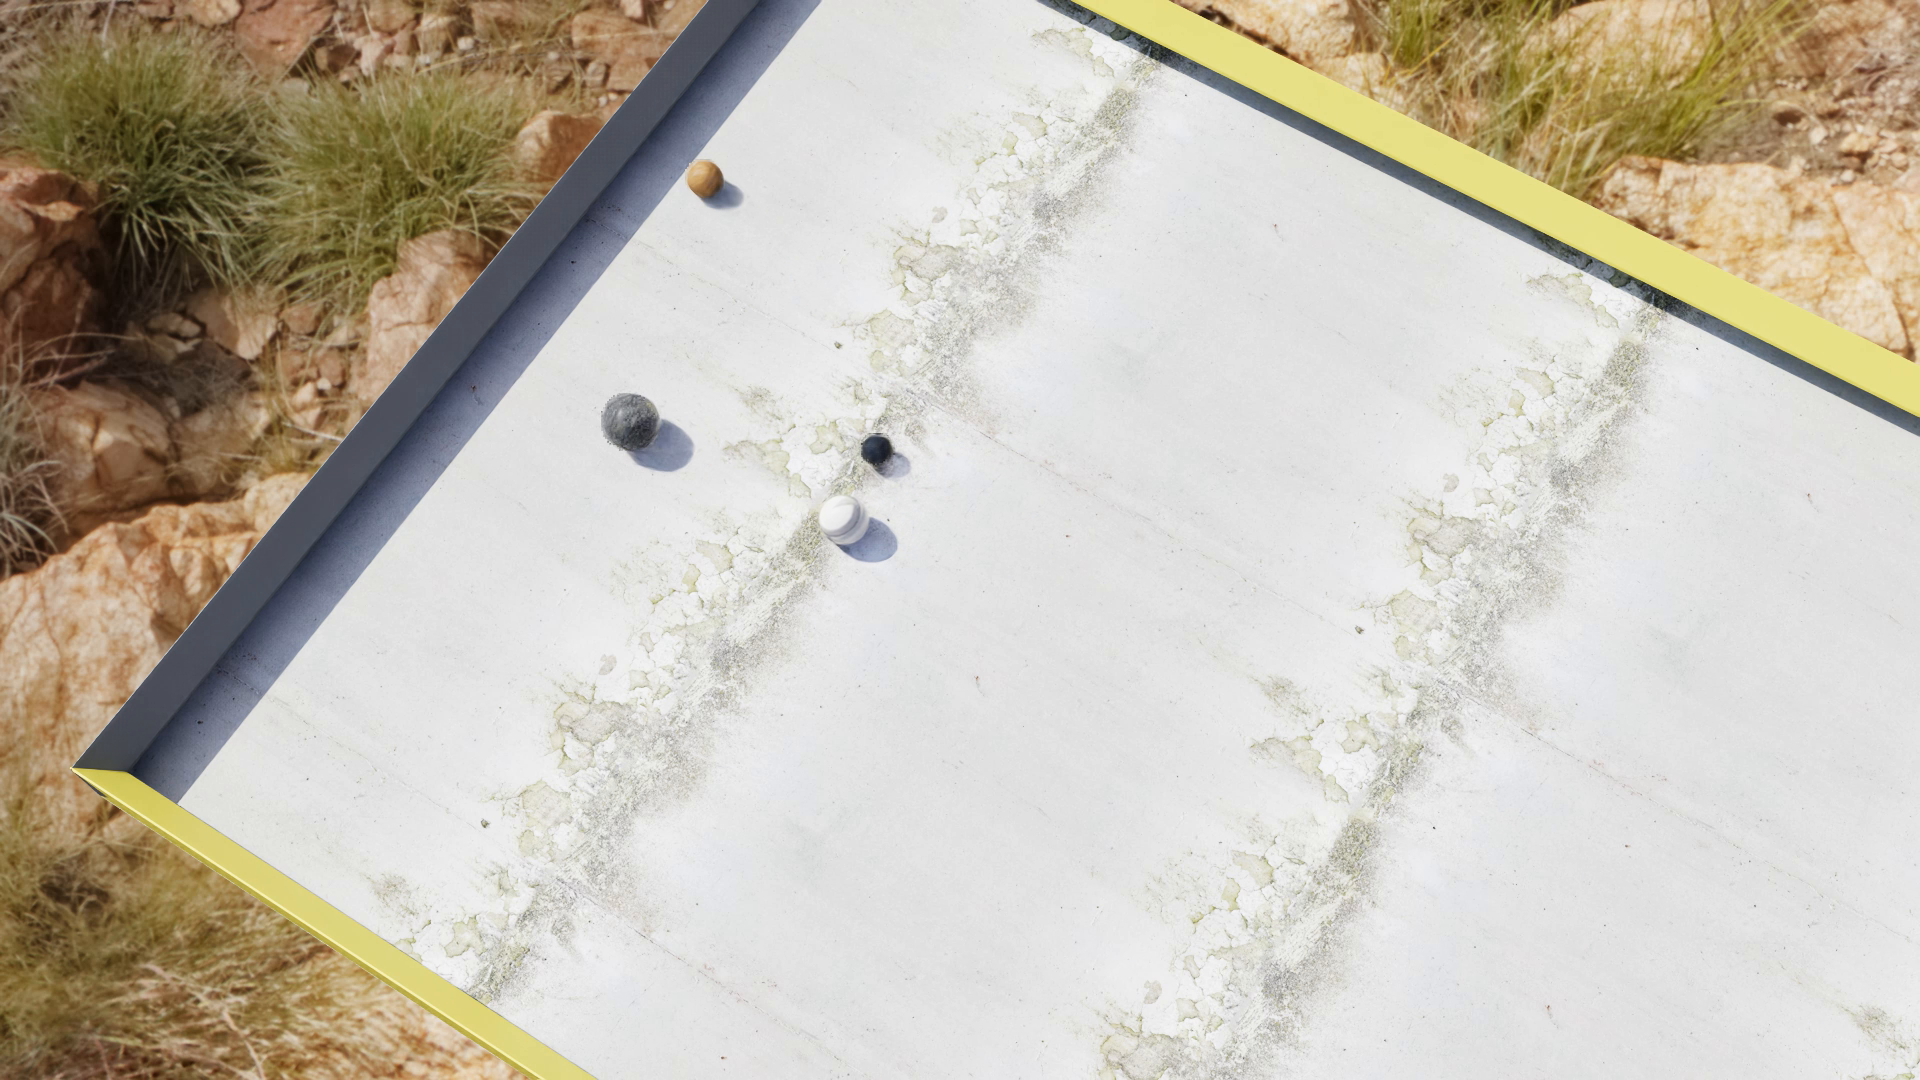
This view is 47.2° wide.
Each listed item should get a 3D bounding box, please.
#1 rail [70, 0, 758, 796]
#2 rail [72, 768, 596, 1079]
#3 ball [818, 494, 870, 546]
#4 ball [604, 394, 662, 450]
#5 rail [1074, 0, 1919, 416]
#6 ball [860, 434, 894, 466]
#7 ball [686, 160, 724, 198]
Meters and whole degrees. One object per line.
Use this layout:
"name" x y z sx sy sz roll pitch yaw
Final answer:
"rail" -0.760 -0.438 3.737 0.045 0.123 2.123 29 68 13
"rail" 0.234 1.228 2.965 3.672 0.123 0.045 29 68 13
"ball" -0.188 -0.033 3.573 0.082 0.082 0.082 0 65 0
"ball" -0.543 -0.195 3.642 0.095 0.095 0.095 0 65 0
"rail" 1.327 -0.373 3.707 3.672 0.123 0.045 29 68 13
"ball" -0.137 -0.148 3.643 0.053 0.053 0.053 0 65 0
"ball" -0.447 -0.633 3.862 0.064 0.064 0.064 0 65 0
